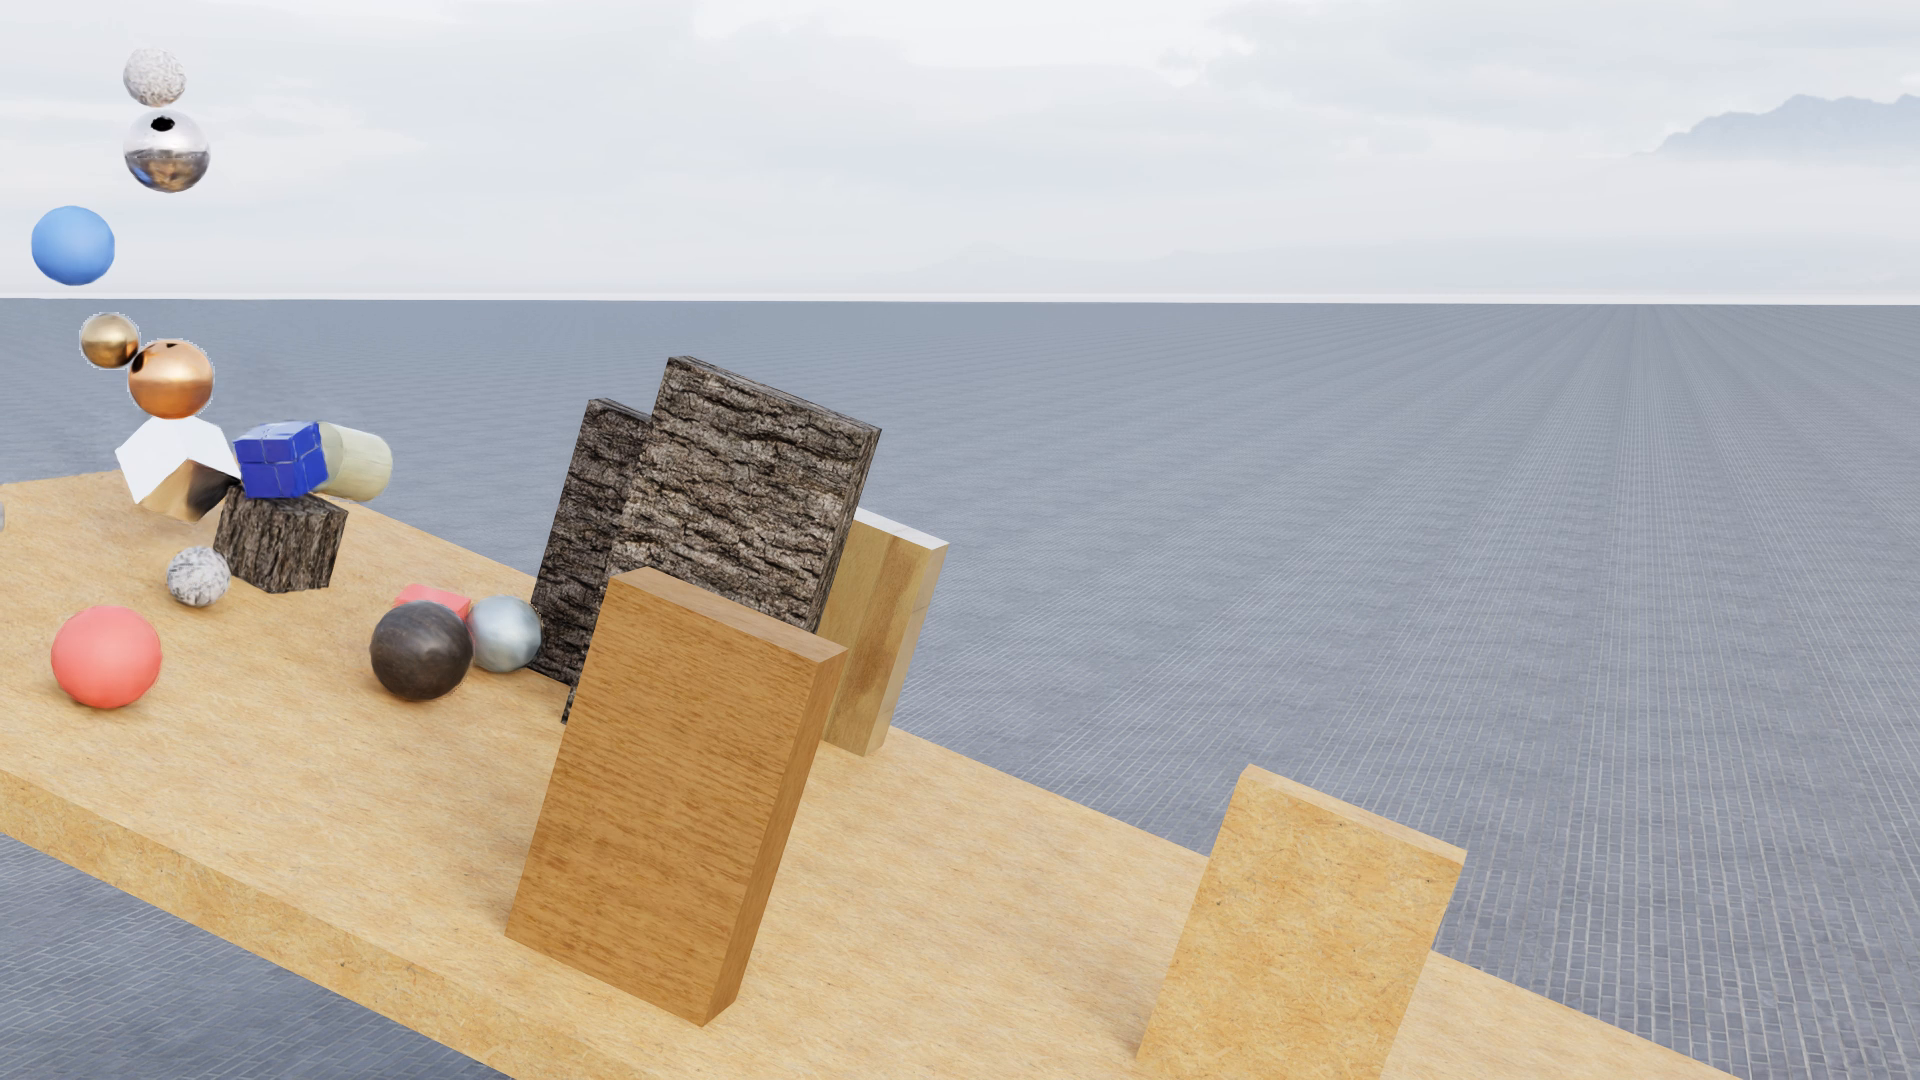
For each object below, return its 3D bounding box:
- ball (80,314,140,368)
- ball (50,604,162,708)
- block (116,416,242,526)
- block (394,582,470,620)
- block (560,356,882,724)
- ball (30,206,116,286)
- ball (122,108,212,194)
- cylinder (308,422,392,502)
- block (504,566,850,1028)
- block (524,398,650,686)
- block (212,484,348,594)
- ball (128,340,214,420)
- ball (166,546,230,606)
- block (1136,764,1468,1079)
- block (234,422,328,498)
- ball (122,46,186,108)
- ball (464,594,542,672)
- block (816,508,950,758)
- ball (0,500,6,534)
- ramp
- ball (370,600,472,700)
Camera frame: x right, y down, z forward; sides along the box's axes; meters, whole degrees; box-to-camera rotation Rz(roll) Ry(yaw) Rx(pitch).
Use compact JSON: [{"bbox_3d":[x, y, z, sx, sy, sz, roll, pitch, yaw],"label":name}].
[{"bbox_3d":[-1.752,-0.410,4.533,0.114,0.114,0.114,0,7,0],"label":"ball"},{"bbox_3d":[-1.488,0.203,3.836,0.181,0.181,0.181,0,7,0],"label":"ball"},{"bbox_3d":[-1.679,-0.160,4.730,0.159,0.159,0.159,-39,-30,12],"label":"block"},{"bbox_3d":[-1.114,0.181,4.601,0.128,0.128,0.128,15,13,-2],"label":"block"},{"bbox_3d":[-0.486,0.078,4.414,0.434,0.791,0.097,21,12,14],"label":"block"},{"bbox_3d":[-1.934,-0.641,4.796,0.173,0.173,0.173,0,7,0],"label":"ball"},{"bbox_3d":[-1.724,-0.846,4.781,0.182,0.182,0.182,0,7,0],"label":"ball"},{"bbox_3d":[-1.387,-0.174,4.927,0.158,0.158,0.158,3,-6,27],"label":"cylinder"},{"bbox_3d":[-0.448,0.399,3.451,0.360,0.616,0.132,21,12,14],"label":"block"},{"bbox_3d":[-0.747,0.025,4.715,0.260,0.604,0.082,21,12,14],"label":"block"},{"bbox_3d":[-1.482,-0.006,4.786,0.181,0.181,0.181,23,13,22],"label":"block"},{"bbox_3d":[-1.646,-0.334,4.589,0.169,0.169,0.169,0,7,0],"label":"ball"},{"bbox_3d":[-1.547,0.074,4.468,0.123,0.123,0.123,0,7,0],"label":"ball"},{"bbox_3d":[0.578,0.711,3.749,0.391,0.544,0.094,21,12,14],"label":"block"},{"bbox_3d":[-1.448,-0.172,4.696,0.128,0.128,0.128,-1,20,14],"label":"block"},{"bbox_3d":[-1.708,-0.982,4.664,0.129,0.129,0.129,0,7,0],"label":"ball"},{"bbox_3d":[-0.968,0.198,4.650,0.165,0.165,0.165,0,7,0],"label":"ball"},{"bbox_3d":[-0.231,0.202,4.942,0.247,0.499,0.132,21,12,14],"label":"block"},{"bbox_3d":[-1.954,-0.045,4.289,0.168,0.168,0.168,0,7,0],"label":"ball"},{"bbox_3d":[-0.347,0.647,4.220,4.000,0.100,2.000,21,12,14],"label":"ramp"},{"bbox_3d":[-1.066,0.218,4.354,0.199,0.199,0.199,0,7,0],"label":"ball"}]
